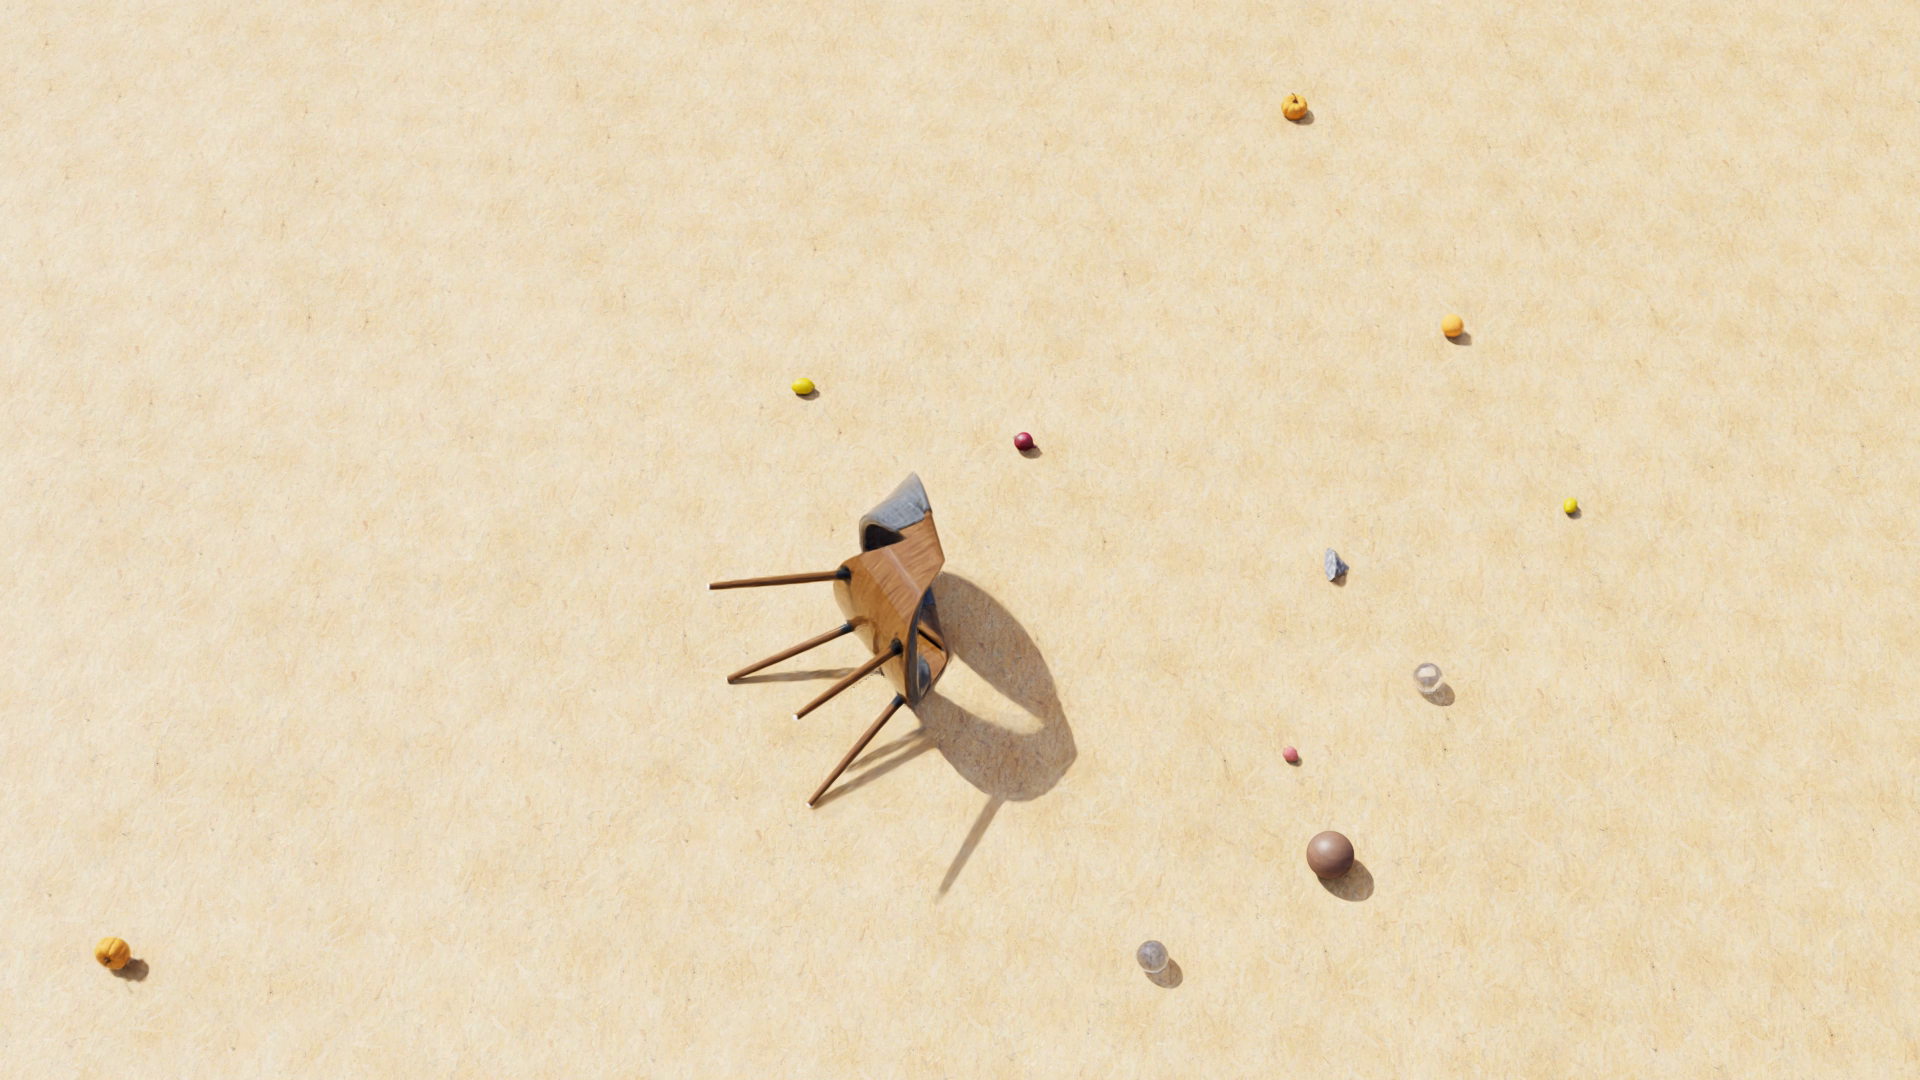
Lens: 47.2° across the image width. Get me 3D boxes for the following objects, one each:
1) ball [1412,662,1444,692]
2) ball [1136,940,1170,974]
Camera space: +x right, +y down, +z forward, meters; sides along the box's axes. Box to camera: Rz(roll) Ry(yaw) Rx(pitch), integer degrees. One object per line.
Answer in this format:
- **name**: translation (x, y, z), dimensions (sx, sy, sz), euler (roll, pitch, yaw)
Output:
- **ball**: translation (1.332, 0.390, 6.261), dimensions (0.085, 0.085, 0.085), euler (0, 56, 0)
- **ball**: translation (0.507, 1.095, 5.787), dimensions (0.087, 0.087, 0.087), euler (0, 56, 0)
